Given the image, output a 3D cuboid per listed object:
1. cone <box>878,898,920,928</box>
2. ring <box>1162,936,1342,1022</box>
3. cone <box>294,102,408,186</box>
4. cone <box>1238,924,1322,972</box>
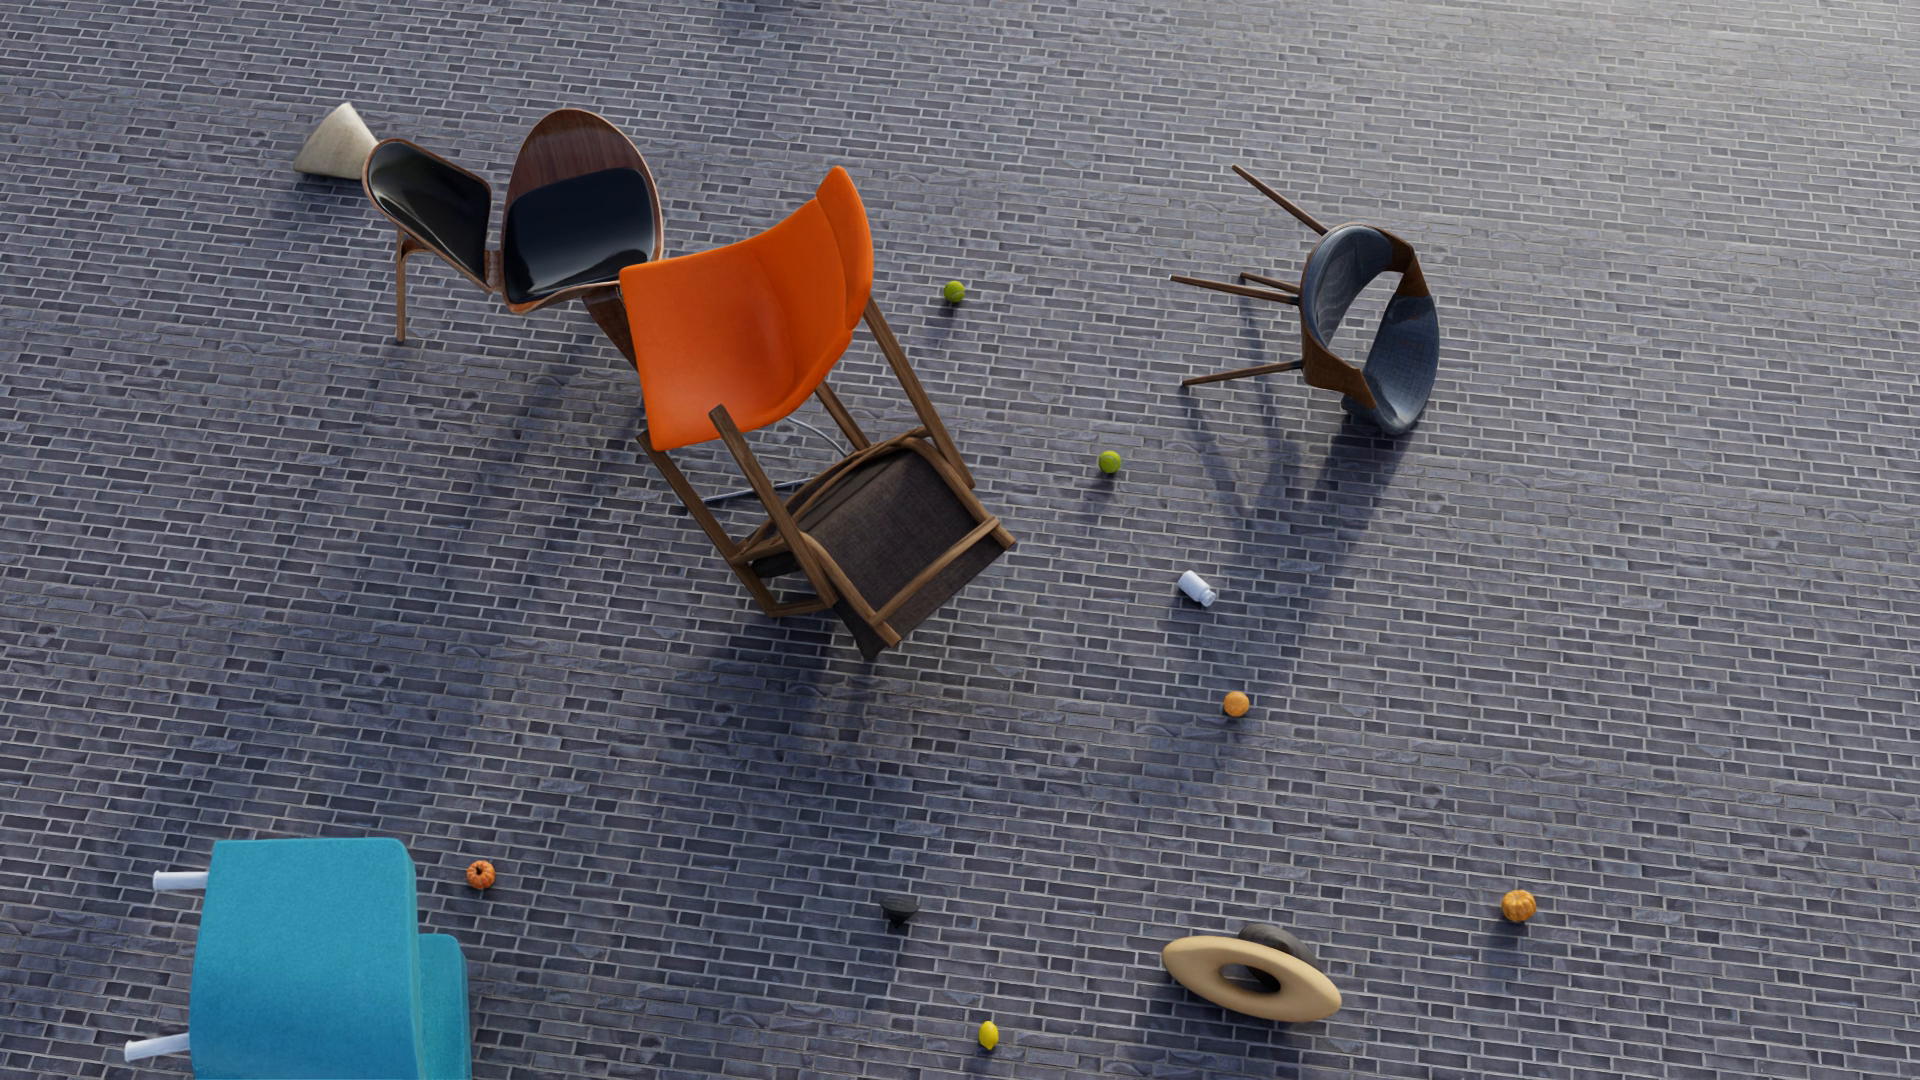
[{"bbox_3d":[-0.167,1.007,5.872,0.107,0.067,0.119,2,8,-37],"label":"cone"},{"bbox_3d":[0.755,1.140,5.716,0.483,0.108,0.184,13,87,18],"label":"ring"},{"bbox_3d":[-1.998,-1.271,7.387,0.351,0.131,0.315,30,67,6],"label":"cone"},{"bbox_3d":[0.847,1.082,5.779,0.258,0.114,0.164,37,64,22],"label":"cone"}]
